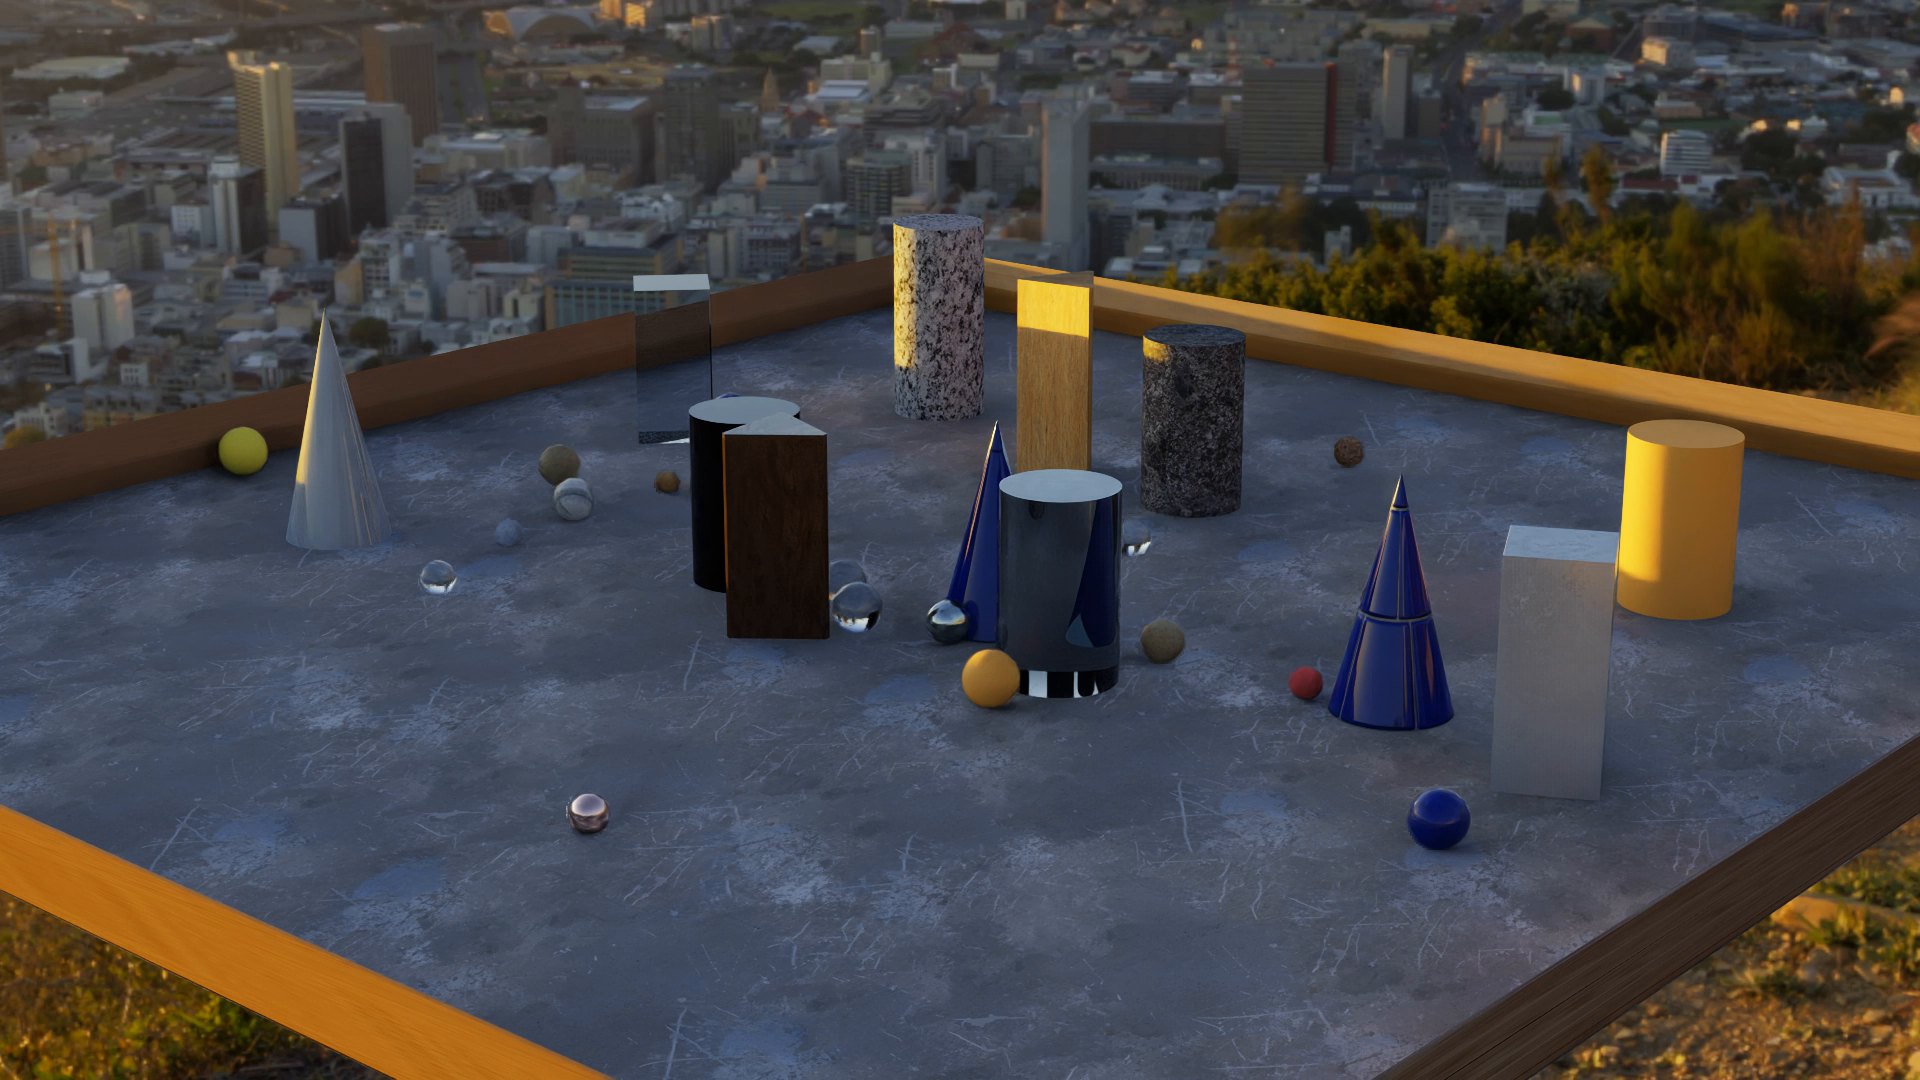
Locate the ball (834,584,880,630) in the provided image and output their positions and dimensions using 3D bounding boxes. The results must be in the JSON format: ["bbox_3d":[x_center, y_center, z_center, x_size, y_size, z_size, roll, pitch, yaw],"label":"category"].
[{"bbox_3d":[-0.172,0.113,4.924,0.076,0.076,0.076,0,17,0],"label":"ball"}]

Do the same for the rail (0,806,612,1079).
[{"bbox_3d":[-1.174,0.422,3.826,3.395,0.126,0.045,14,22,39],"label":"rail"}]

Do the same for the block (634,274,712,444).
[{"bbox_3d":[-0.601,-0.380,6.146,0.156,0.325,0.156,-2,17,-6],"label":"block"}]

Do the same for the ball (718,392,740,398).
[{"bbox_3d":[-0.486,-0.273,6.213,0.080,0.080,0.080,0,17,0],"label":"ball"}]

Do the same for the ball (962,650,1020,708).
[{"bbox_3d":[0.049,0.216,4.575,0.091,0.091,0.091,0,17,0],"label":"ball"}]

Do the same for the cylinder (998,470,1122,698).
[{"bbox_3d":[0.159,0.068,4.667,0.195,0.321,0.195,0,17,0],"label":"cylinder"}]

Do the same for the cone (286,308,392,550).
[{"bbox_3d":[-1.160,-0.218,5.417,0.195,0.435,0.195,0,17,0],"label":"cone"}]

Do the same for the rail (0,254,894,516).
[{"bbox_3d":[-1.264,-0.285,6.171,0.045,0.126,3.629,14,22,39],"label":"rail"}]

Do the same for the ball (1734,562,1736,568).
[{"bbox_3d":[1.358,0.042,5.226,0.048,0.048,0.048,0,17,0],"label":"ball"}]

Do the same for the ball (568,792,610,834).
[{"bbox_3d":[-0.516,0.381,4.084,0.058,0.058,0.058,0,17,0],"label":"ball"}]

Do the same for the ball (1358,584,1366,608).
[{"bbox_3d":[0.717,0.105,4.969,0.085,0.085,0.085,0,17,0],"label":"ball"}]

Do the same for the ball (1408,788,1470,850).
[{"bbox_3d":[0.659,0.383,4.033,0.084,0.084,0.084,0,17,0],"label":"ball"}]

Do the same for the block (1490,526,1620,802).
[{"bbox_3d":[0.861,0.176,4.244,0.156,0.357,0.156,4,17,14],"label":"block"}]

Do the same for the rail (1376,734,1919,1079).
[{"bbox_3d":[1.264,0.349,4.070,0.045,0.126,3.629,14,22,39],"label":"rail"}]

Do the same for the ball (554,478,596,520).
[{"bbox_3d":[-0.732,-0.079,5.571,0.079,0.079,0.079,0,17,0],"label":"ball"}]

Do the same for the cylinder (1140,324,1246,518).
[{"bbox_3d":[0.447,-0.230,5.634,0.195,0.333,0.195,0,17,0],"label":"cylinder"}]

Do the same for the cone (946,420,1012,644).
[{"bbox_3d":[0.062,-0.028,4.920,0.195,0.359,0.195,0,17,0],"label":"cone"}]

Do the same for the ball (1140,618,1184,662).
[{"bbox_3d":[0.330,0.164,4.780,0.072,0.072,0.072,0,17,0],"label":"ball"}]

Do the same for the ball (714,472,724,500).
[{"bbox_3d":[-0.448,-0.106,5.696,0.059,0.059,0.059,0,17,0],"label":"ball"}]

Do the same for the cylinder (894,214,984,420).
[{"bbox_3d":[-0.045,-0.482,6.328,0.195,0.414,0.195,0,17,0],"label":"cylinder"}]

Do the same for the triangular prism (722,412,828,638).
[{"bbox_3d":[-0.302,-0.026,4.923,0.169,0.352,0.146,0,17,2],"label":"triangular prism"}]

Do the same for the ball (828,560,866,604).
[{"bbox_3d":[-0.201,0.073,5.066,0.080,0.080,0.080,0,17,0],"label":"ball"}]

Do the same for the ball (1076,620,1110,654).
[{"bbox_3d":[0.218,0.159,4.821,0.057,0.057,0.057,0,17,0],"label":"ball"}]

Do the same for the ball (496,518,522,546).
[{"bbox_3d":[-0.832,-0.014,5.410,0.049,0.049,0.049,0,17,0],"label":"ball"}]

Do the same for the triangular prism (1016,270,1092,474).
[{"bbox_3d":[0.223,-0.326,5.835,0.169,0.401,0.146,10,20,31],"label":"triangular prism"}]

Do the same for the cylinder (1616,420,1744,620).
[{"bbox_3d":[1.239,-0.037,5.046,0.195,0.302,0.195,0,17,0],"label":"cylinder"}]

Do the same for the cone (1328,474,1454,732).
[{"bbox_3d":[0.671,0.081,4.513,0.195,0.385,0.195,0,17,0],"label":"cone"}]

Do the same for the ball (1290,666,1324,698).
[{"bbox_3d":[0.547,0.224,4.615,0.051,0.051,0.051,0,17,0],"label":"ball"}]

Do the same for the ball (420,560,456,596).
[{"bbox_3d":[-0.912,0.066,5.124,0.061,0.061,0.061,0,17,0],"label":"ball"}]

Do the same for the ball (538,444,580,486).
[{"bbox_3d":[-0.792,-0.148,5.796,0.082,0.082,0.082,0,17,0],"label":"ball"}]

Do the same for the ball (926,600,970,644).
[{"bbox_3d":[-0.021,0.136,4.872,0.073,0.073,0.073,0,17,0],"label":"ball"}]

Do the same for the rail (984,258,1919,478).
[{"bbox_3d":[1.174,-0.359,6.415,3.395,0.126,0.045,14,22,39],"label":"rail"}]

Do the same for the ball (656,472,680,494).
[{"bbox_3d":[-0.572,-0.112,5.743,0.044,0.044,0.044,0,17,0],"label":"ball"}]

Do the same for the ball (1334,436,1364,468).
[{"bbox_3d":[0.787,-0.179,5.932,0.063,0.063,0.063,0,17,0],"label":"ball"}]

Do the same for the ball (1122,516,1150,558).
[{"bbox_3d":[0.310,-0.005,5.336,0.075,0.075,0.075,0,17,0],"label":"ball"}]

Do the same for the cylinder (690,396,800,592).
[{"bbox_3d":[-0.378,-0.081,5.182,0.195,0.308,0.195,0,17,0],"label":"cylinder"}]

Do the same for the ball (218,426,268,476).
[{"bbox_3d":[-1.436,-0.178,5.869,0.097,0.097,0.097,0,17,0],"label":"ball"}]
